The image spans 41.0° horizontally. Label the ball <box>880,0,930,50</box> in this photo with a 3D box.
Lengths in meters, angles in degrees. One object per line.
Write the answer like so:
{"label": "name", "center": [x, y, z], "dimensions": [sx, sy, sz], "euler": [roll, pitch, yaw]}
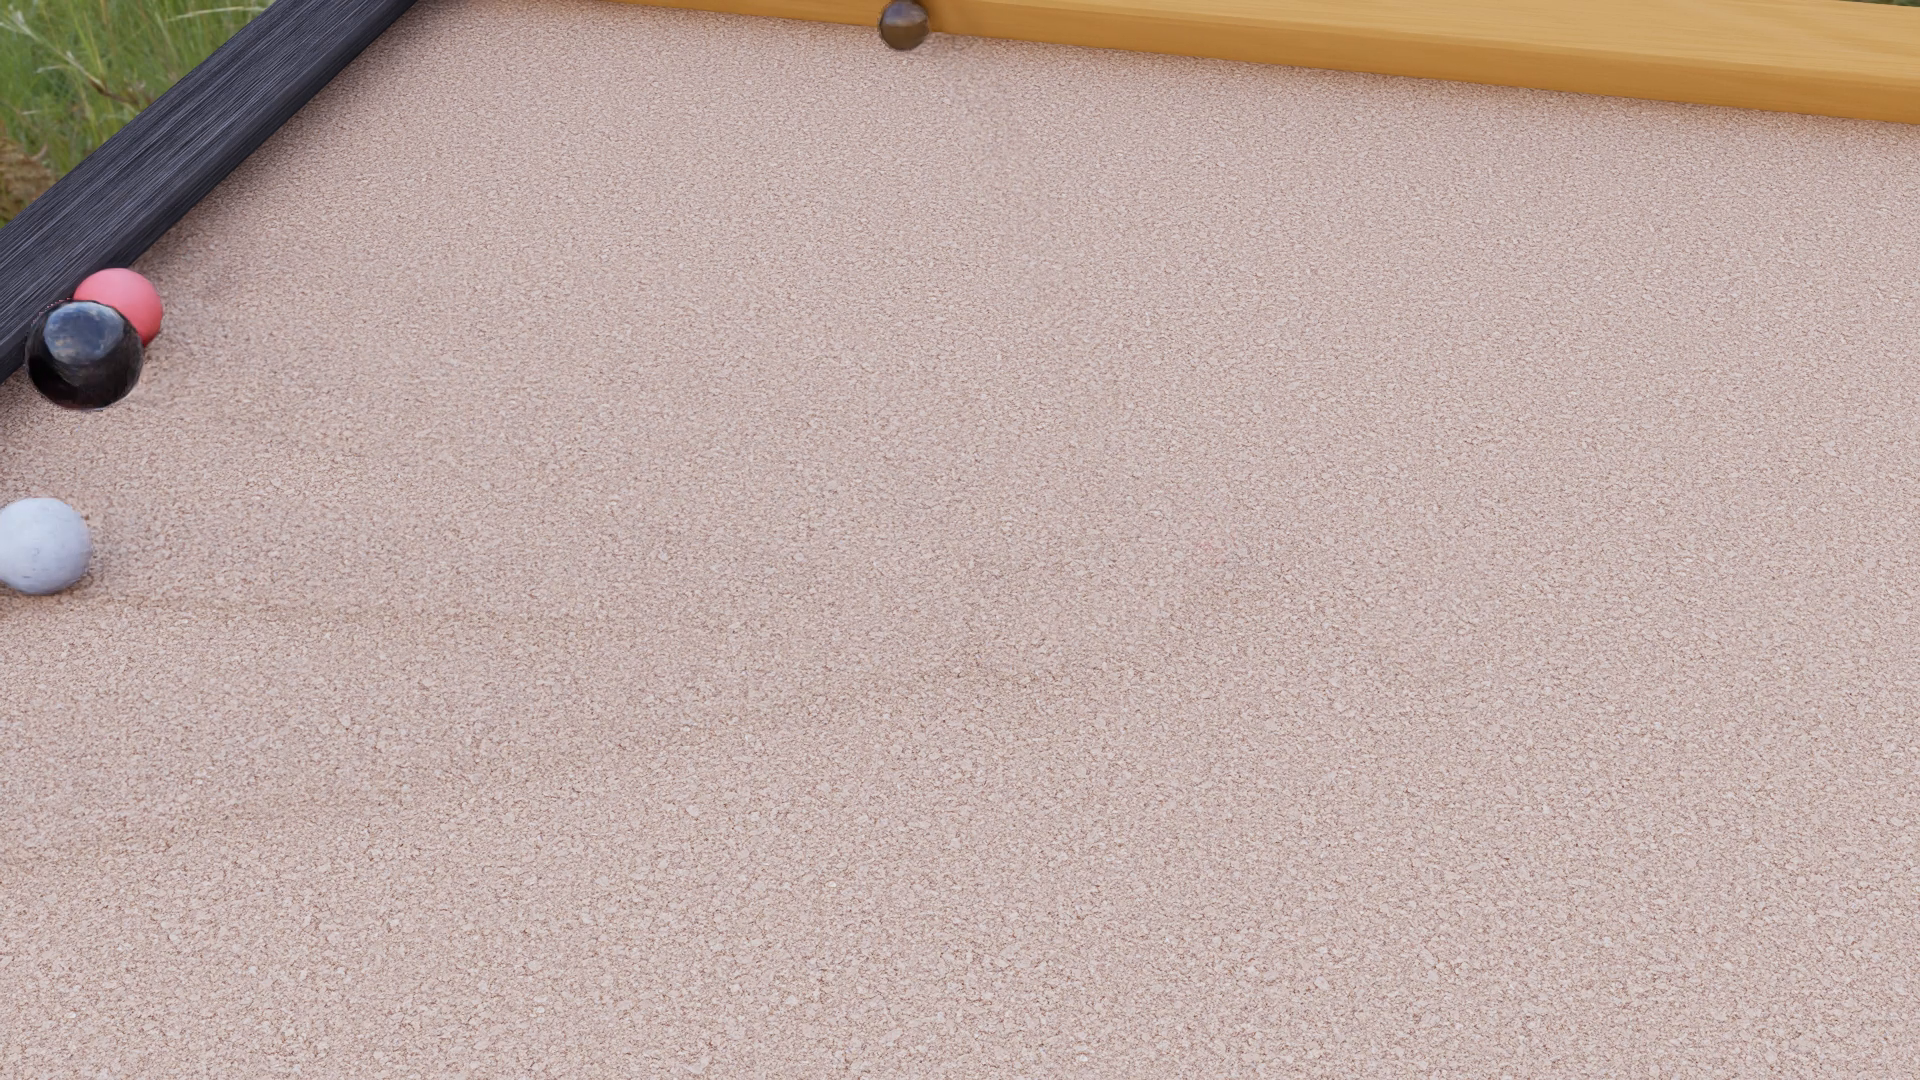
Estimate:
{"label": "ball", "center": [-0.062, -0.578, 2.883], "dimensions": [0.056, 0.056, 0.056], "euler": [0, 34, 0]}

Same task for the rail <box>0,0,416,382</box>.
{"label": "rail", "center": [-0.854, -0.134, 2.153], "dimensions": [0.045, 0.127, 2.142], "euler": [8, 35, 11]}

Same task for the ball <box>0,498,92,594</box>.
{"label": "ball", "center": [-0.715, 0.005, 1.994], "dimensions": [0.076, 0.076, 0.076], "euler": [0, 34, 0]}

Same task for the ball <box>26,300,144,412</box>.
{"label": "ball", "center": [-0.757, -0.160, 2.219], "dimensions": [0.097, 0.097, 0.097], "euler": [0, 34, 0]}

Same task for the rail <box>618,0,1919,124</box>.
{"label": "rail", "center": [1.120, -0.470, 2.656], "dimensions": [3.607, 0.127, 0.045], "euler": [8, 35, 11]}

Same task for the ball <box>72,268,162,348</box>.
{"label": "ball", "center": [-0.757, -0.205, 2.305], "dimensions": [0.079, 0.079, 0.079], "euler": [0, 34, 0]}
